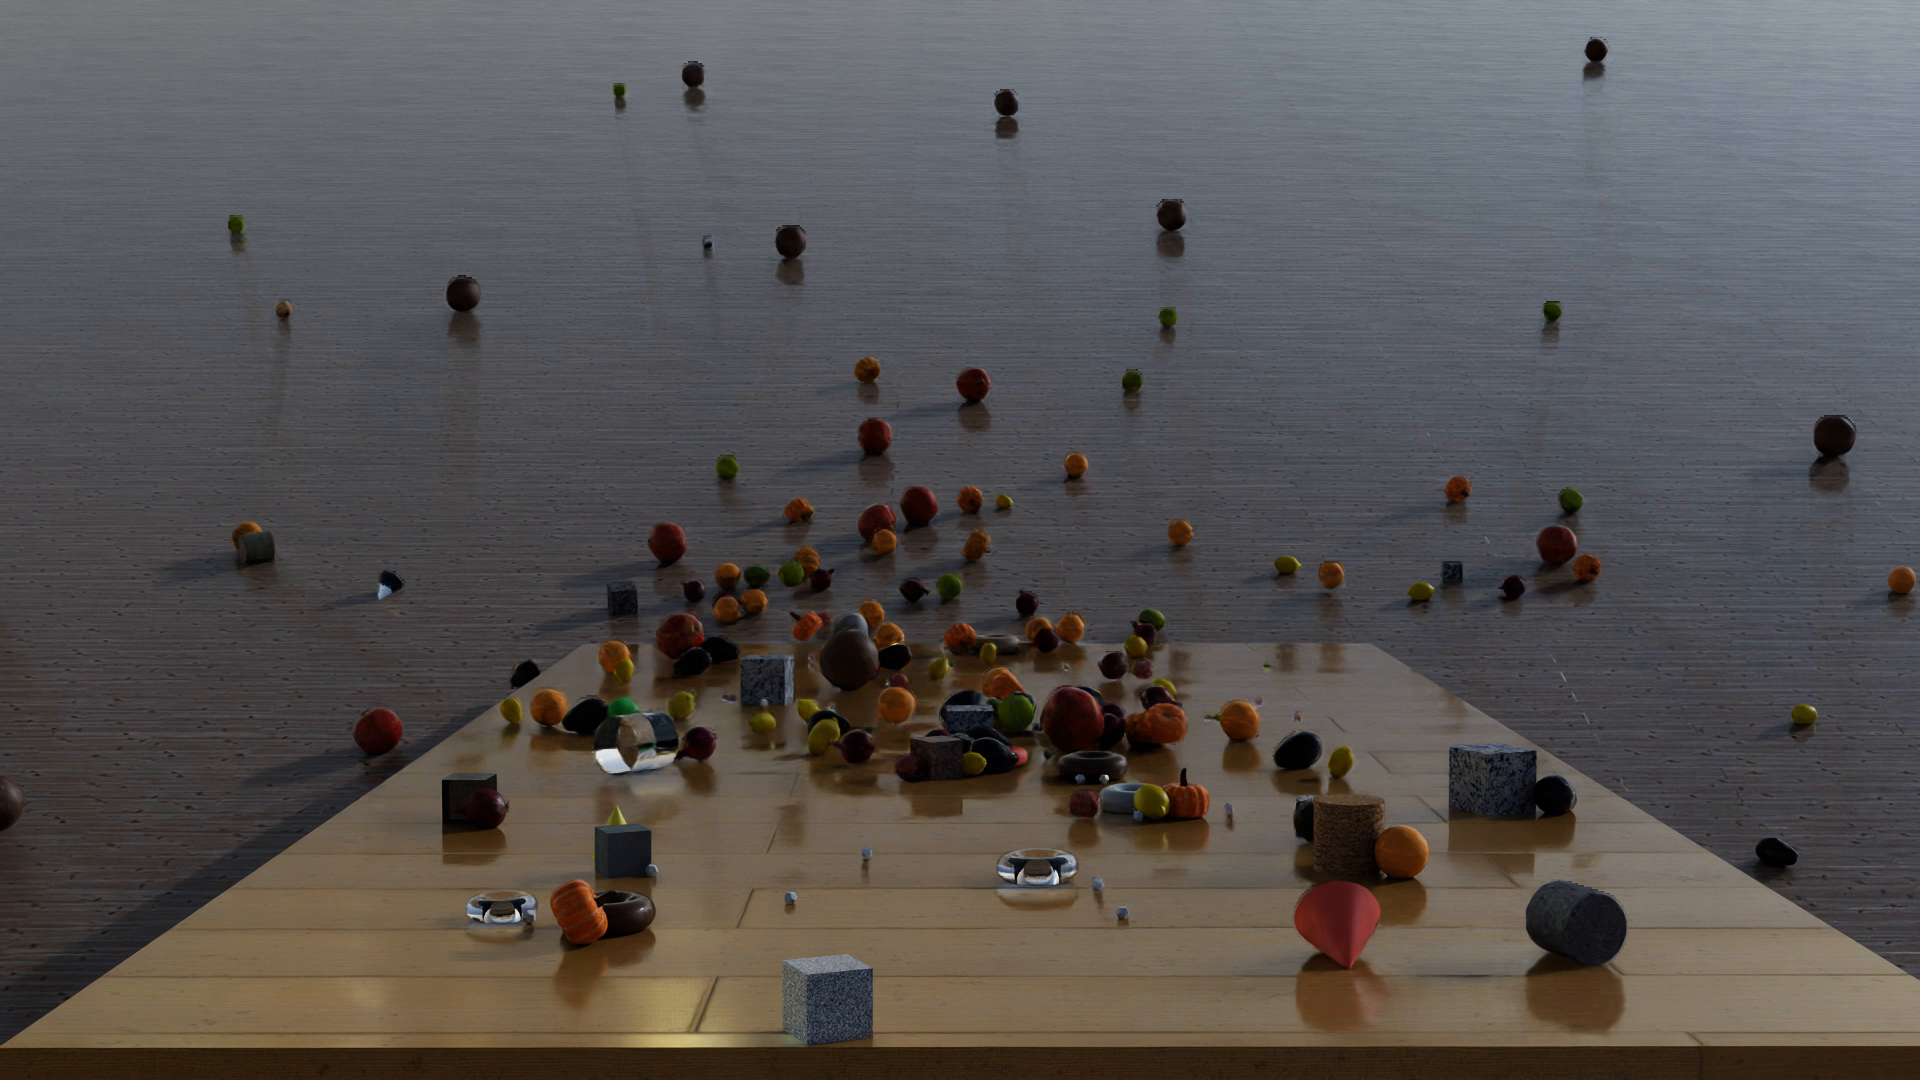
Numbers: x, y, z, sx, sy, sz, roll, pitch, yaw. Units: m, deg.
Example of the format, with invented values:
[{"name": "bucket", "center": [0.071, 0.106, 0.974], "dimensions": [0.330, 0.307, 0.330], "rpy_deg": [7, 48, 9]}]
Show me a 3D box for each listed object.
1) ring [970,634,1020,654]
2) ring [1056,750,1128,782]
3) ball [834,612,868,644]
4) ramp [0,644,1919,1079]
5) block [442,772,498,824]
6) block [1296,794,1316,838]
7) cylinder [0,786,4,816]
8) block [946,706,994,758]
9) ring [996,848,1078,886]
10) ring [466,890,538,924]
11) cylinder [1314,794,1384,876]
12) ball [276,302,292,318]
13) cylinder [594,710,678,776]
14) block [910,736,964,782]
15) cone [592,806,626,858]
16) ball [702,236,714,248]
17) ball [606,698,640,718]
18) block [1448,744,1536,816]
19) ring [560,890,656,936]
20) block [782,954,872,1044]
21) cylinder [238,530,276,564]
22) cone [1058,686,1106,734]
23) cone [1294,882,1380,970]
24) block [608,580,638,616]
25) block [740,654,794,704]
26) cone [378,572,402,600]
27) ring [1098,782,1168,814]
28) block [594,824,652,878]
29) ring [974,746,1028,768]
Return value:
[{"name": "ring", "center": [0.087, 0.256, 6.312], "dimensions": [0.126, 0.042, 0.126], "rpy_deg": [-1, 4, 0]}, {"name": "ring", "center": [0.221, 0.377, 4.278], "dimensions": [0.119, 0.040, 0.119], "rpy_deg": [-1, 4, 0]}, {"name": "ball", "center": [-0.284, 0.234, 6.701], "dimensions": [0.093, 0.093, 0.093], "rpy_deg": [0, 20, 0]}, {"name": "ramp", "center": [0.048, 0.432, 4.533], "dimensions": [2.000, 0.100, 4.000], "rpy_deg": [0, 3, 0]}, {"name": "block", "center": [-0.737, 0.389, 3.863], "dimensions": [0.066, 0.066, 0.066], "rpy_deg": [0, 3, 4]}, {"name": "block", "center": [0.520, 0.402, 3.732], "dimensions": [0.053, 0.053, 0.053], "rpy_deg": [1, 4, 15]}, {"name": "cylinder", "center": [-2.221, 0.579, 5.821], "dimensions": [0.093, 0.093, 0.093], "rpy_deg": [0, 20, 0]}, {"name": "block", "center": [0.017, 0.339, 4.553], "dimensions": [0.083, 0.083, 0.083], "rpy_deg": [0, 3, -1]}, {"name": "ring", "center": [0.102, 0.431, 3.391], "dimensions": [0.109, 0.036, 0.109], "rpy_deg": [-1, 3, 0]}, {"name": "ring", "center": [-0.561, 0.450, 3.148], "dimensions": [0.088, 0.029, 0.088], "rpy_deg": [-1, 4, 0]}, {"name": "cylinder", "center": [0.524, 0.397, 3.463], "dimensions": [0.095, 0.095, 0.095], "rpy_deg": [0, 3, 0]}, {"name": "ball", "center": [-2.572, -0.877, 9.766], "dimensions": [0.063, 0.063, 0.063], "rpy_deg": [0, 20, 0]}, {"name": "cylinder", "center": [-0.547, 0.343, 4.343], "dimensions": [0.100, 0.100, 0.100], "rpy_deg": [15, 11, 35]}, {"name": "block", "center": [-0.039, 0.364, 4.289], "dimensions": [0.064, 0.064, 0.064], "rpy_deg": [-2, 4, -33]}, {"name": "cone", "center": [-0.476, 0.403, 3.564], "dimensions": [0.072, 0.072, 0.072], "rpy_deg": [0, 3, 0]}, {"name": "ball", "center": [-1.060, -1.247, 10.777], "dimensions": [0.050, 0.050, 0.050], "rpy_deg": [0, 20, 0]}, {"name": "ball", "center": [-0.637, 0.330, 4.858], "dimensions": [0.063, 0.063, 0.063], "rpy_deg": [0, 20, 0]}, {"name": "block", "center": [0.821, 0.368, 3.958], "dimensions": [0.094, 0.094, 0.094], "rpy_deg": [-2, 4, -26]}, {"name": "ring", "center": [-0.424, 0.449, 3.089], "dimensions": [0.115, 0.038, 0.115], "rpy_deg": [-1, 4, 0]}, {"name": "block", "center": [-0.133, 0.462, 2.585], "dimensions": [0.070, 0.070, 0.070], "rpy_deg": [-2, 4, -24]}, {"name": "cylinder", "center": [-2.009, 0.019, 7.339], "dimensions": [0.081, 0.081, 0.081], "rpy_deg": [-11, 23, -27]}, {"name": "cone", "center": [0.226, 0.342, 4.850], "dimensions": [0.094, 0.094, 0.094], "rpy_deg": [3, 30, 7]}, {"name": "cone", "center": [0.434, 0.456, 2.906], "dimensions": [0.098, 0.098, 0.098], "rpy_deg": [0, 30, -1]}, {"name": "block", "center": [-0.918, 0.158, 6.984], "dimensions": [0.069, 0.069, 0.069], "rpy_deg": [-6, 21, -16]}, {"name": "block", "center": [-0.399, 0.289, 5.324], "dimensions": [0.093, 0.093, 0.093], "rpy_deg": [0, 3, 8]}, {"name": "cone", "center": [-1.587, 0.139, 7.087], "dimensions": [0.073, 0.073, 0.073], "rpy_deg": [7, 48, 17]}, {"name": "ring", "center": [0.266, 0.398, 3.950], "dimensions": [0.110, 0.037, 0.110], "rpy_deg": [-1, 4, 0]}, {"name": "block", "center": [-0.452, 0.416, 3.442], "dimensions": [0.060, 0.060, 0.060], "rpy_deg": [-2, 4, -25]}, {"name": "ring", "center": [0.071, 0.373, 4.419], "dimensions": [0.093, 0.031, 0.093], "rpy_deg": [0, 2, 0]}]
